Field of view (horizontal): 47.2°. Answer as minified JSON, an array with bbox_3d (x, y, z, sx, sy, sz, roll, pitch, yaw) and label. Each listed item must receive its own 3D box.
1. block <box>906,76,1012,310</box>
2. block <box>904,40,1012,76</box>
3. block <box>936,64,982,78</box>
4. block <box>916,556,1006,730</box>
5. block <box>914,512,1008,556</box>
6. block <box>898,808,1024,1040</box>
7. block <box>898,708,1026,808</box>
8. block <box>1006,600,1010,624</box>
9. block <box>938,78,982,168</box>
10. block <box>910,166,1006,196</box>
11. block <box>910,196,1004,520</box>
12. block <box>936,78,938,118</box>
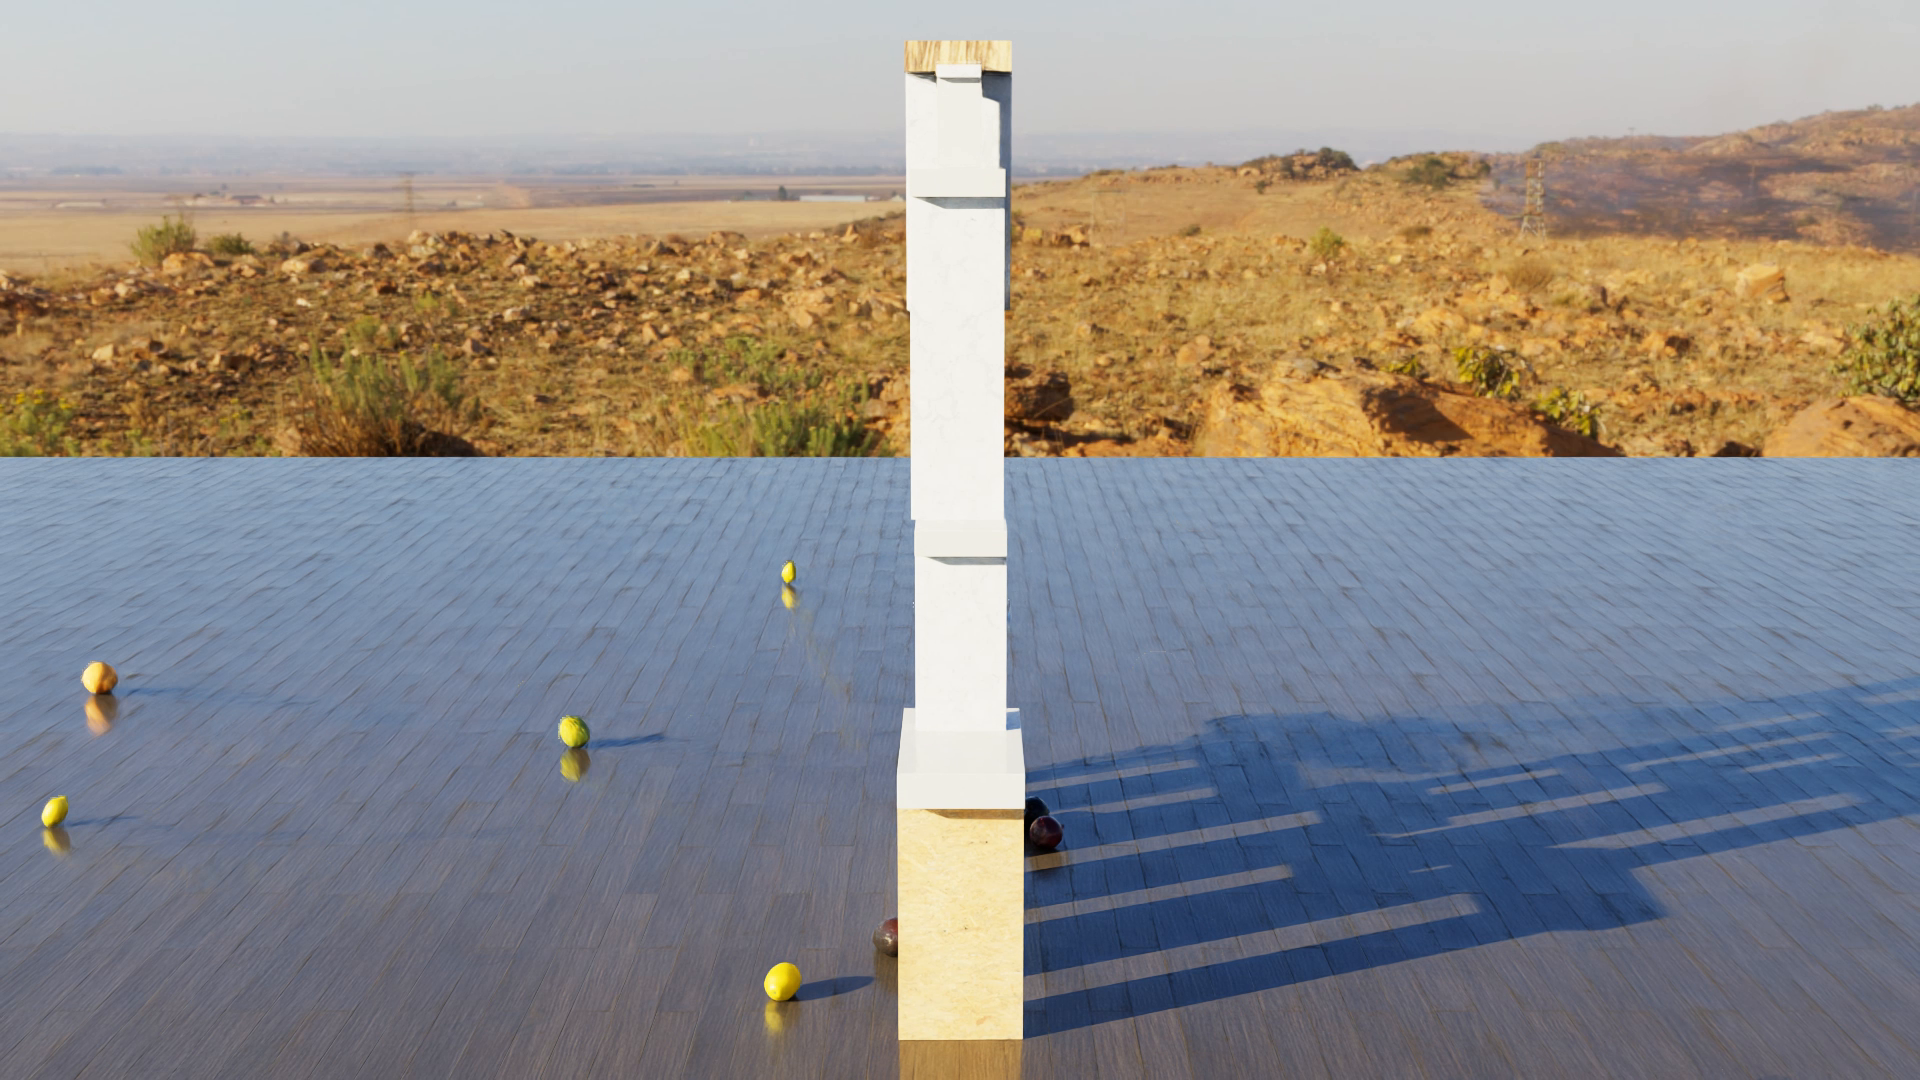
[{"bbox_3d":[-0.002,-0.539,3.419,0.162,0.359,0.046,0,11,0],"label":"block"},{"bbox_3d":[0.000,-0.753,3.492,0.162,0.046,0.323,0,7,1],"label":"block"},{"bbox_3d":[-0.002,-0.695,3.266,0.065,0.018,0.130,0,10,0],"label":"block"},{"bbox_3d":[0.001,0.144,3.184,0.131,0.262,0.037,0,10,0],"label":"block"},{"bbox_3d":[0.001,-0.019,3.243,0.131,0.037,0.262,0,10,0],"label":"block"},{"bbox_3d":[0.001,0.524,3.073,0.173,0.347,0.049,0,10,-1],"label":"block"},{"bbox_3d":[0.002,0.309,3.148,0.173,0.049,0.346,0,10,0],"label":"block"},{"bbox_3d":[0.009,0.169,4.053,0.120,0.034,0.399,-2,10,8],"label":"block"},{"bbox_3d":[-0.001,-0.614,3.236,0.065,0.130,0.018,0,10,0],"label":"block"},{"bbox_3d":[-0.004,-0.526,3.221,0.135,0.038,0.269,0,10,0],"label":"block"},{"bbox_3d":[-0.004,-0.262,3.178,0.135,0.465,0.038,0,11,0],"label":"block"},{"bbox_3d":[-0.002,-0.630,3.321,0.065,0.130,0.018,0,10,0],"label":"block"}]
